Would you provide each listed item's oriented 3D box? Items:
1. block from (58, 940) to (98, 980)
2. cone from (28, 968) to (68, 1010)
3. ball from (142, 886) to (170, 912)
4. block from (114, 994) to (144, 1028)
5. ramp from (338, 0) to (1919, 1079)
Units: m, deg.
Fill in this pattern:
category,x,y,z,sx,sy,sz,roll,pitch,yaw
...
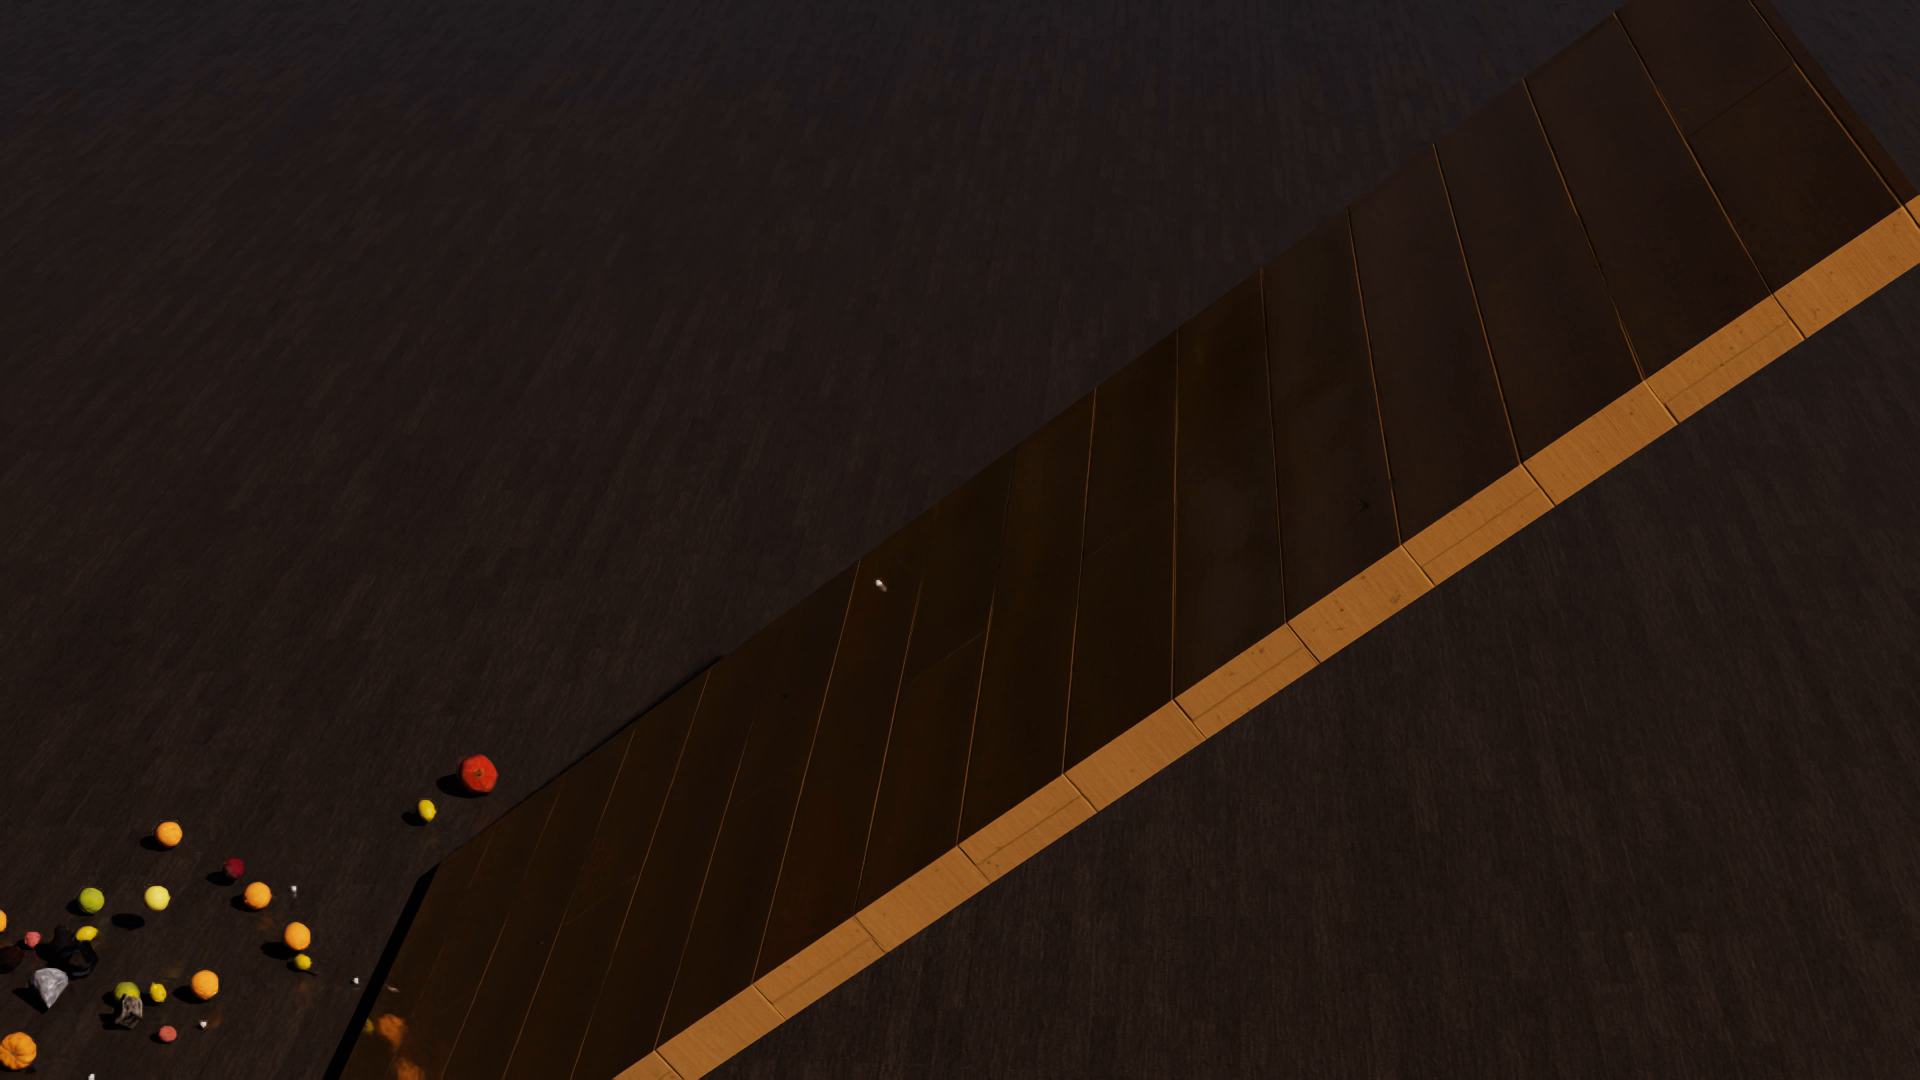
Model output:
category,x,y,z,sx,sy,sz,roll,pitch,yaw
block,-2.238,1.065,7.466,0.064,0.064,0.064,-19,22,9
cone,-2.267,1.133,7.319,0.097,0.097,0.097,-6,38,-13
ball,-2.080,0.927,7.609,0.067,0.067,0.067,0,24,0
block,-2.044,1.158,7.229,0.052,0.052,0.052,22,37,-31
ramp,0.122,0.184,6.337,4.000,0.100,2.000,-36,16,18
